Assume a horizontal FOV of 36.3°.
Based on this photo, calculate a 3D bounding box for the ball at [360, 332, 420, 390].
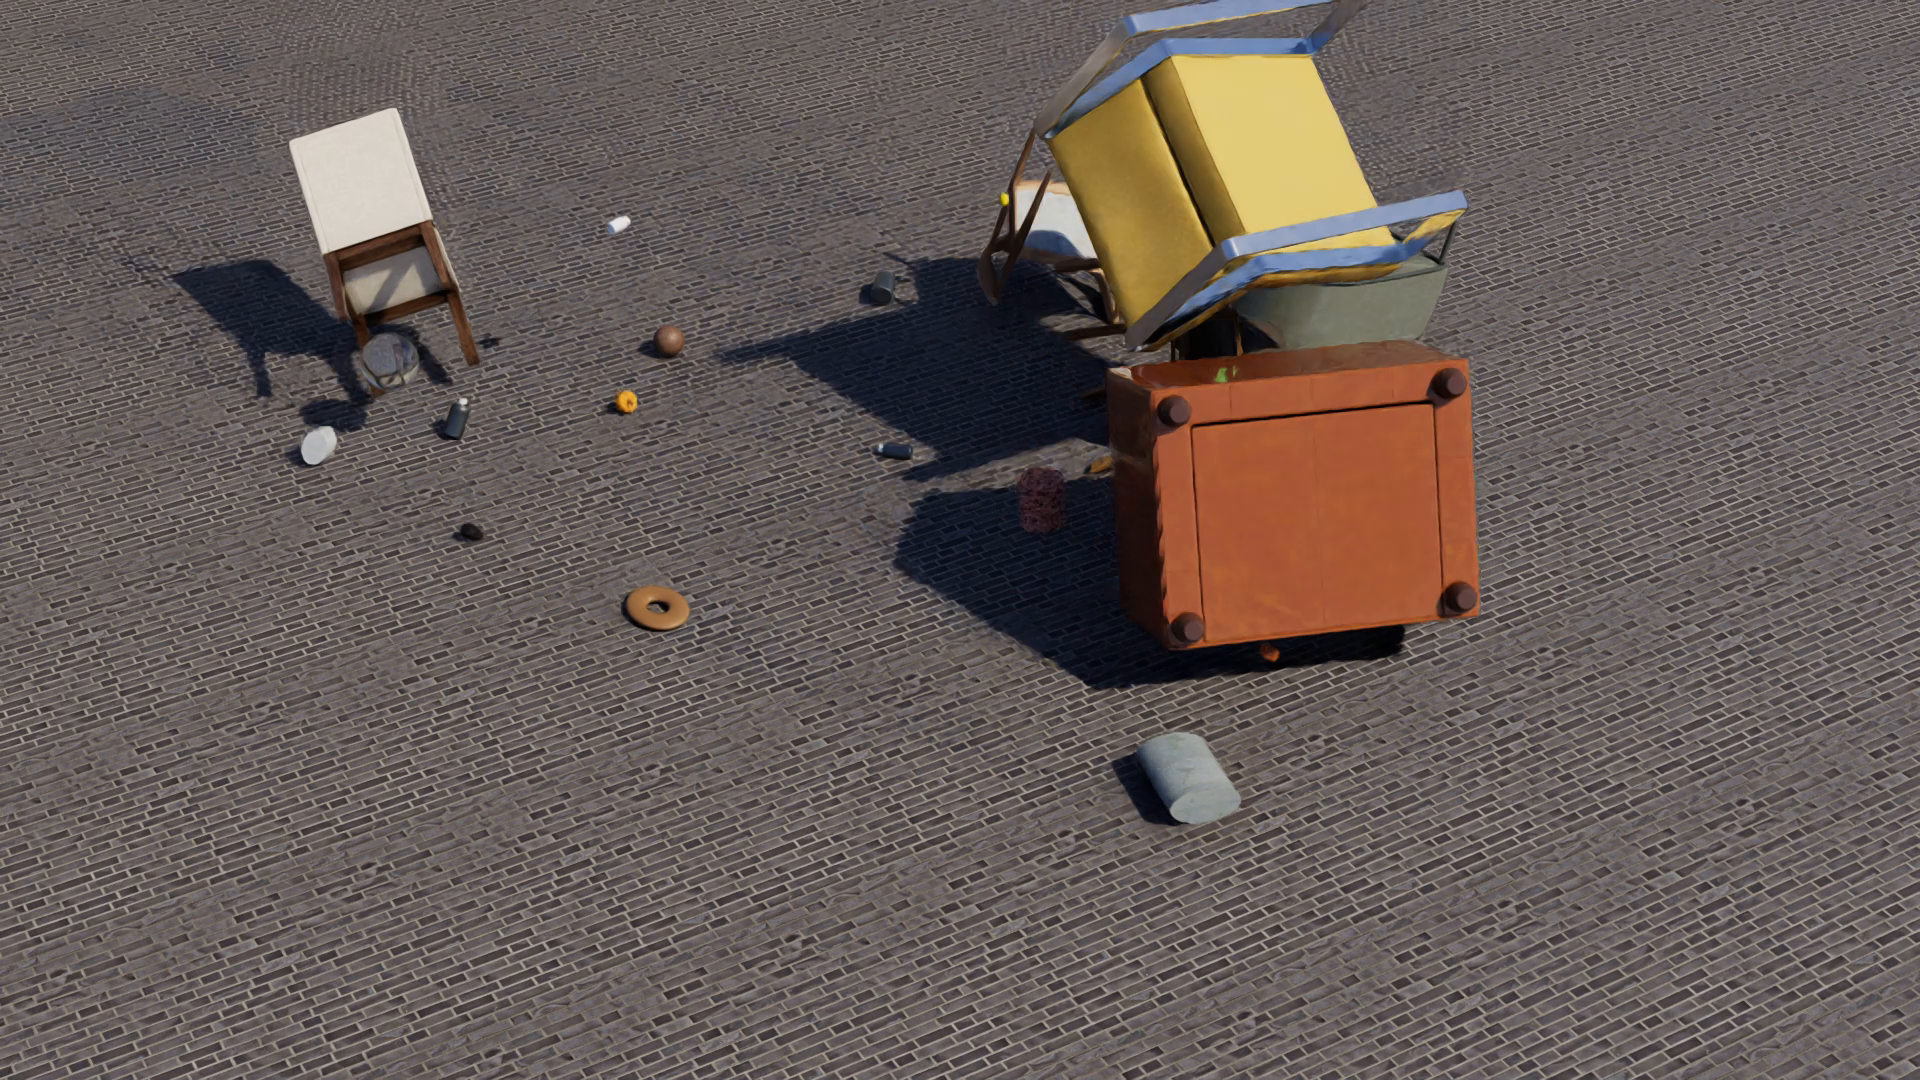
[{"bbox_3d":[-2.205,-0.690,11.341,0.224,0.224,0.224,0,33,0],"label":"ball"}]

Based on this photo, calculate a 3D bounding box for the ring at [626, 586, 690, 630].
[{"bbox_3d":[-1.088,0.243,10.540,0.217,0.039,0.281,-18,38,-26],"label":"ring"}]

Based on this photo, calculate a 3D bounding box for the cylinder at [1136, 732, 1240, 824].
[{"bbox_3d":[0.749,0.780,9.628,0.251,0.143,0.307,-5,33,-19],"label":"cylinder"}]

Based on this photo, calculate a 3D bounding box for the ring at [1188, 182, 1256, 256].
[{"bbox_3d":[1.149,-1.405,12.834,0.311,0.156,0.387,20,34,-48],"label":"ring"}]

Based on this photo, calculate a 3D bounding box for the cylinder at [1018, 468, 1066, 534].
[{"bbox_3d":[0.307,-0.148,10.983,0.172,0.185,0.181,-2,29,7],"label":"cylinder"}]

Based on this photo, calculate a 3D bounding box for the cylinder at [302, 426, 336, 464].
[{"bbox_3d":[-2.484,-0.368,11.360,0.100,0.137,0.099,21,19,3],"label":"cylinder"}]
